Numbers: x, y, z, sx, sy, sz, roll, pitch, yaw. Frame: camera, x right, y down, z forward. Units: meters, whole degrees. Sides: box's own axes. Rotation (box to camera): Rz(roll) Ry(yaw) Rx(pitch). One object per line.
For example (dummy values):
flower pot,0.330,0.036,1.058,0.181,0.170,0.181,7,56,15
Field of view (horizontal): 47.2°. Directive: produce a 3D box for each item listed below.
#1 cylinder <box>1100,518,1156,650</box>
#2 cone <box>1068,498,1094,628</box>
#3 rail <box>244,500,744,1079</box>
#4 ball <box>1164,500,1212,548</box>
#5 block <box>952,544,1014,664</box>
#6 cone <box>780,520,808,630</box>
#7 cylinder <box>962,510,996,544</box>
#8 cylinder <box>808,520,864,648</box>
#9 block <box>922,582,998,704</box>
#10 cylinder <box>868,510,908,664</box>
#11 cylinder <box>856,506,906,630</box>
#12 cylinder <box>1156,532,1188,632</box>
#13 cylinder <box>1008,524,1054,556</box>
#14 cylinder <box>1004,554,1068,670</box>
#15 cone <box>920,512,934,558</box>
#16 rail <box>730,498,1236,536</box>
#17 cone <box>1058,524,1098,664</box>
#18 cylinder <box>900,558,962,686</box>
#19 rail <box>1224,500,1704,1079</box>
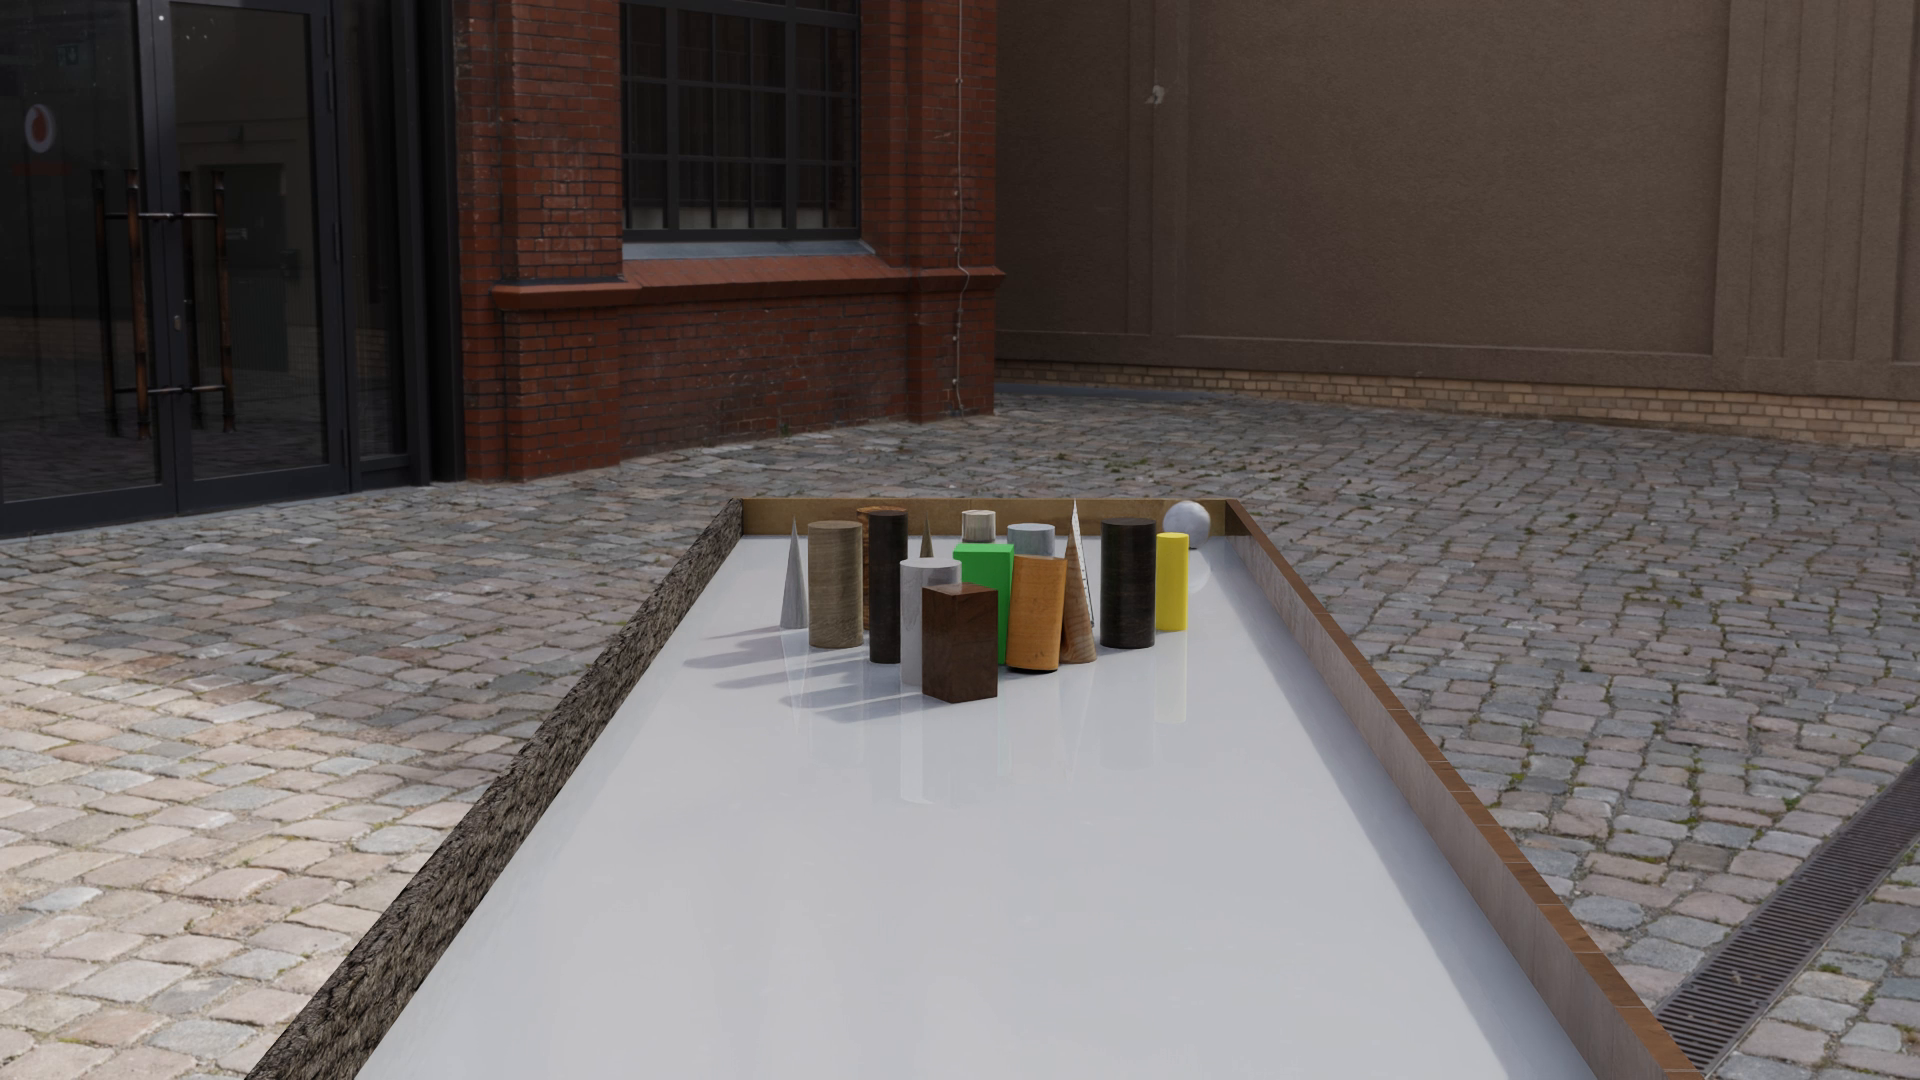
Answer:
cylinder,0.528,0.134,6.913,0.173,0.391,0.173,0,9,0
cone,0.375,0.072,7.200,0.139,0.423,0.139,0,9,0
rail,-1.004,0.839,3.234,0.050,0.150,12.000,0,9,1
ball,0.908,-0.062,8.794,0.191,0.191,0.191,0,9,0
block,0.072,0.193,6.693,0.172,0.342,0.172,1,8,5
cone,-0.540,0.100,7.197,0.106,0.370,0.106,0,9,0
cylinder,0.061,0.095,7.209,0.109,0.375,0.109,0,9,0
cylinder,-0.391,0.139,6.919,0.173,0.380,0.173,0,9,0
block,0.000,0.288,6.209,0.155,0.307,0.155,-6,11,-33
cylinder,-0.217,0.142,6.670,0.119,0.452,0.119,0,9,0
cylinder,-0.256,0.092,7.196,0.162,0.386,0.162,0,9,0
cylinder,0.691,0.136,7.167,0.104,0.308,0.104,0,9,0
cylinder,0.223,0.141,6.935,0.150,0.370,0.150,0,9,0
cylinder,0.227,0.214,6.559,0.161,0.327,0.161,5,4,0
cone,-0.104,0.114,6.909,0.124,0.432,0.124,0,9,0
rail,0.099,-0.098,9.147,2.100,0.150,0.050,0,9,1
cone,0.338,0.152,6.691,0.164,0.425,0.164,0,9,0
cylinder,-0.085,0.237,6.399,0.180,0.348,0.180,0,9,0
rail,1.046,0.843,3.208,0.050,0.150,12.000,0,9,1
